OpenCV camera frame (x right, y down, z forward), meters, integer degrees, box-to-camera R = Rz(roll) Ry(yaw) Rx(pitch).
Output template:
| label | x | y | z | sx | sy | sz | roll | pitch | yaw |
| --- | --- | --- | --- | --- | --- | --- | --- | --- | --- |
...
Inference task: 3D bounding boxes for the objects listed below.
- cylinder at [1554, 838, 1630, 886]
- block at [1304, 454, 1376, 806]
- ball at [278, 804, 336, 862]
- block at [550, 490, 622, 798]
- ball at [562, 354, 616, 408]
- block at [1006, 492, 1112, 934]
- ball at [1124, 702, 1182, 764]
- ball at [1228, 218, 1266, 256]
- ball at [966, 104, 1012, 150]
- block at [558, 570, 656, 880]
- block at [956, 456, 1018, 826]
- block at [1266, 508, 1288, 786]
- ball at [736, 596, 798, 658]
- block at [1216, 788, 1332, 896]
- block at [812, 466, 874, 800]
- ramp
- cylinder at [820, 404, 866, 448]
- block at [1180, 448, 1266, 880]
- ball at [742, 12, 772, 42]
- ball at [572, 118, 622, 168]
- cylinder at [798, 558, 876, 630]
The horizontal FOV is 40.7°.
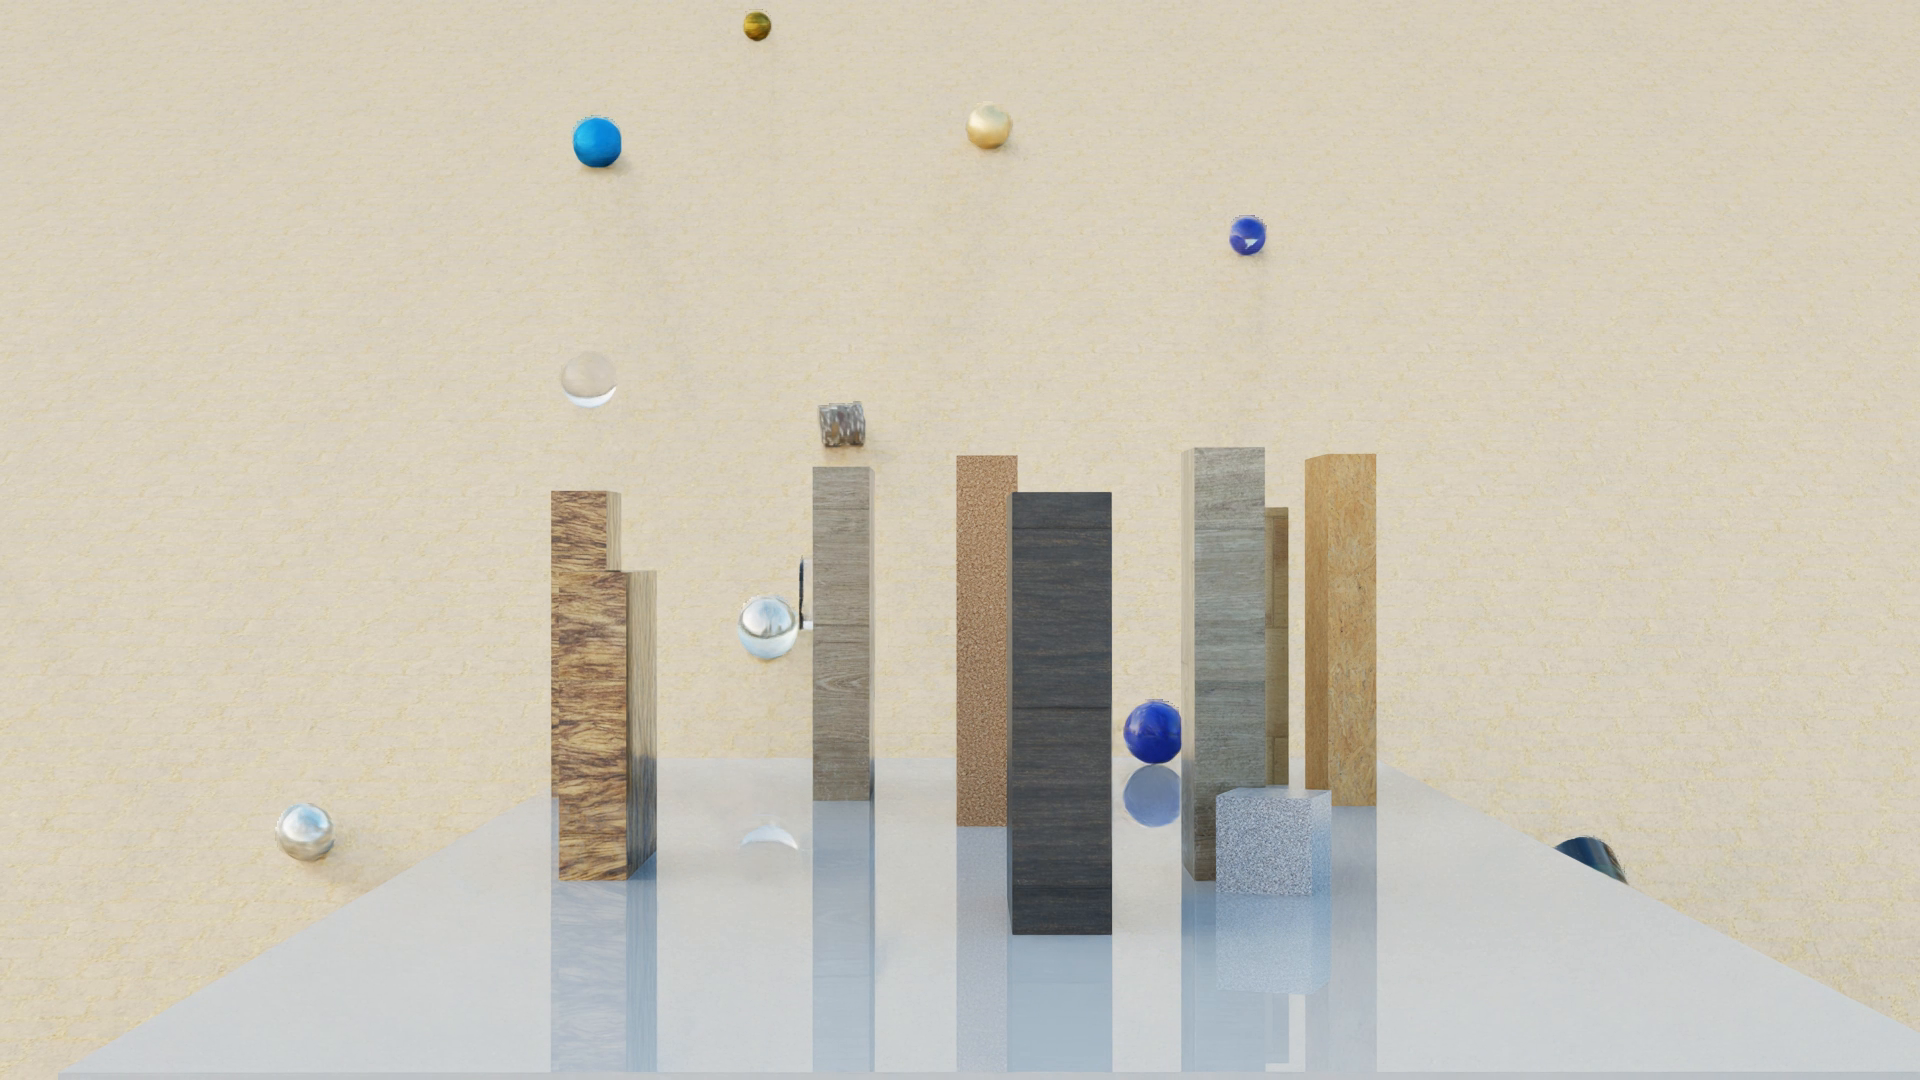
| label | x | y | z | sx | sy | sz | roll | pitch | yaw |
| --- | --- | --- | --- | --- | --- | --- | --- | --- | --- |
| cylinder | 1.497 | 0.845 | 6.168 | 0.193 | 0.193 | 0.193 | -2 | 31 | -3 |
| block | 0.823 | 0.189 | 5.608 | 0.102 | 0.739 | 0.360 | 0 | 0 | 0 |
| ball | -1.619 | 0.727 | 6.421 | 0.140 | 0.140 | 0.140 | 0 | 30 | 0 |
| block | -0.826 | 0.226 | 5.731 | 0.120 | 0.666 | 0.248 | 0 | 0 | 0 |
| ball | -1.219 | -0.524 | 8.506 | 0.181 | 0.181 | 0.181 | 0 | 30 | 0 |
| block | 0.143 | 0.243 | 3.818 | 0.140 | 0.619 | 0.399 | 0 | 0 | 0 |
| ball | 0.487 | 0.482 | 6.471 | 0.157 | 0.157 | 0.157 | 0 | 30 | 0 |
| ball | 1.062 | -1.121 | 9.561 | 0.140 | 0.140 | 0.140 | 0 | 30 | 0 |
| ball | 0.115 | -1.667 | 10.448 | 0.182 | 0.182 | 0.182 | 0 | 30 | 0 |
| block | -0.598 | 0.304 | 4.426 | 0.110 | 0.502 | 0.430 | 0 | 0 | 0 |
| block | 0.052 | 0.197 | 5.243 | 0.119 | 0.721 | 0.427 | 0 | 0 | 0 |
| block | 0.687 | 0.243 | 6.061 | 0.126 | 0.634 | 0.309 | 0 | 0 | 0 |
| ball | -0.535 | 0.245 | 7.209 | 0.172 | 0.172 | 0.172 | 0 | 30 | 0 |
| block | 0.499 | 0.477 | 4.109 | 0.152 | 0.152 | 0.152 | 0 | 0 | 20 |
| block | -0.255 | 0.201 | 5.718 | 0.122 | 0.715 | 0.349 | 0 | 0 | 0 |
| ramp | 0.068 | 0.605 | 4.671 | 2.000 | 0.100 | 4.000 | 0 | 0 | 0 |
| cylinder | -0.376 | -0.366 | 8.288 | 0.130 | 0.130 | 0.130 | -5 | 31 | -9 |
| block | 0.438 | 0.202 | 4.332 | 0.115 | 0.705 | 0.251 | 0 | 0 | 0 |
| ball | -0.907 | -2.296 | 11.566 | 0.131 | 0.131 | 0.131 | 0 | 30 | 0 |
| ball | -1.440 | -1.577 | 10.279 | 0.197 | 0.197 | 0.197 | 0 | 30 | 0 |
| cylinder | -0.346 | 0.153 | 7.330 | 0.207 | 0.207 | 0.207 | 1 | 30 | 1 |
